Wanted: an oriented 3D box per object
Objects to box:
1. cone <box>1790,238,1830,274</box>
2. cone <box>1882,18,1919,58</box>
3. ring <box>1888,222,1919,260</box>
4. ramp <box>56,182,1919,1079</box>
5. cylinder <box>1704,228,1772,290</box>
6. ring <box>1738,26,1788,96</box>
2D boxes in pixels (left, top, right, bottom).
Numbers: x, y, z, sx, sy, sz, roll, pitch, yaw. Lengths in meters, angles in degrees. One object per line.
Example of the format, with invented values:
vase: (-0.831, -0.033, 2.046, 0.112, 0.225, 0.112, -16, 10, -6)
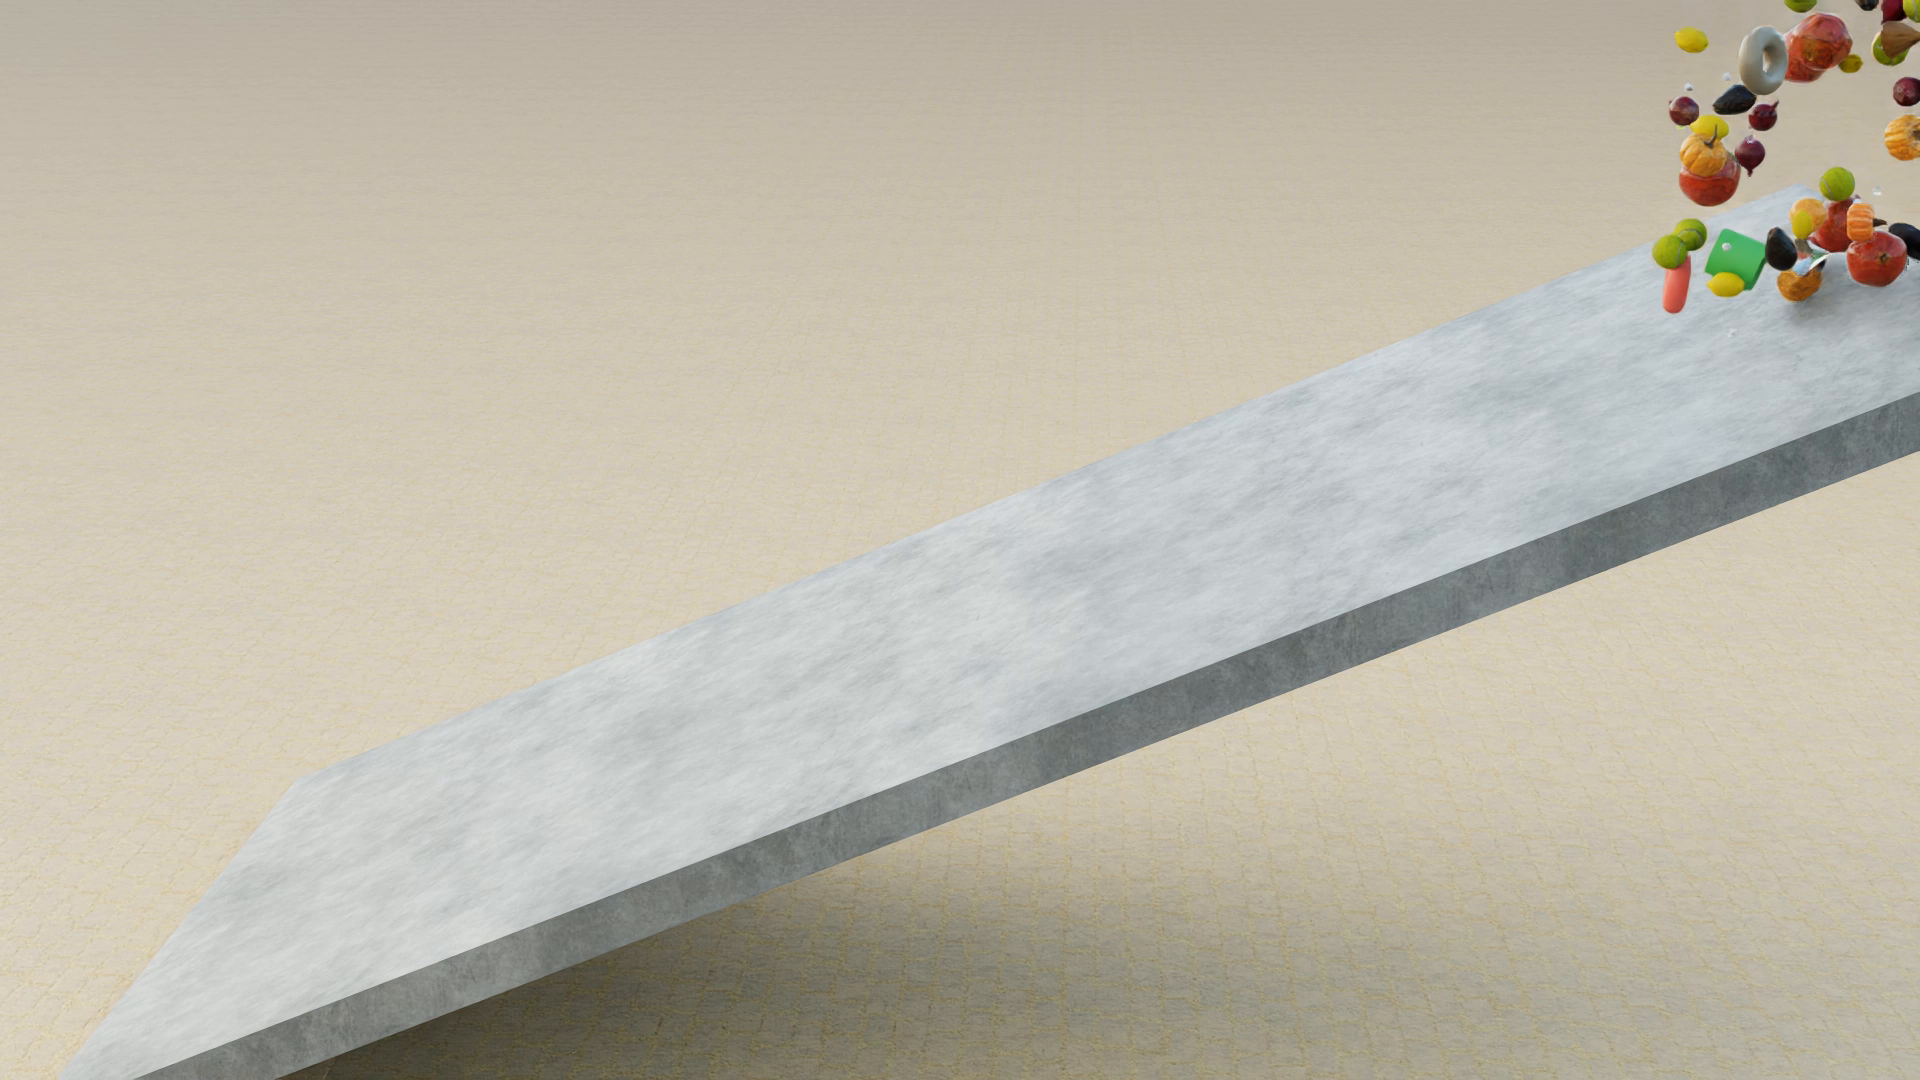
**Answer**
cone: (1.676, -0.558, 5.757, 0.072, 0.072, 0.072, -8, 16, -20)
cone: (1.891, -1.001, 5.856, 0.079, 0.079, 0.079, -11, 11, -36)
ring: (1.894, -0.594, 5.854, 0.104, 0.035, 0.104, 38, -1, 1)
ramp: (0.127, 0.172, 6.288, 4.000, 0.100, 2.000, -22, 12, 8)
cylinder: (1.571, -0.568, 5.943, 0.098, 0.098, 0.098, 26, 22, 16)
ring: (1.540, -0.919, 5.640, 0.132, 0.132, 0.044, -12, 14, -40)
